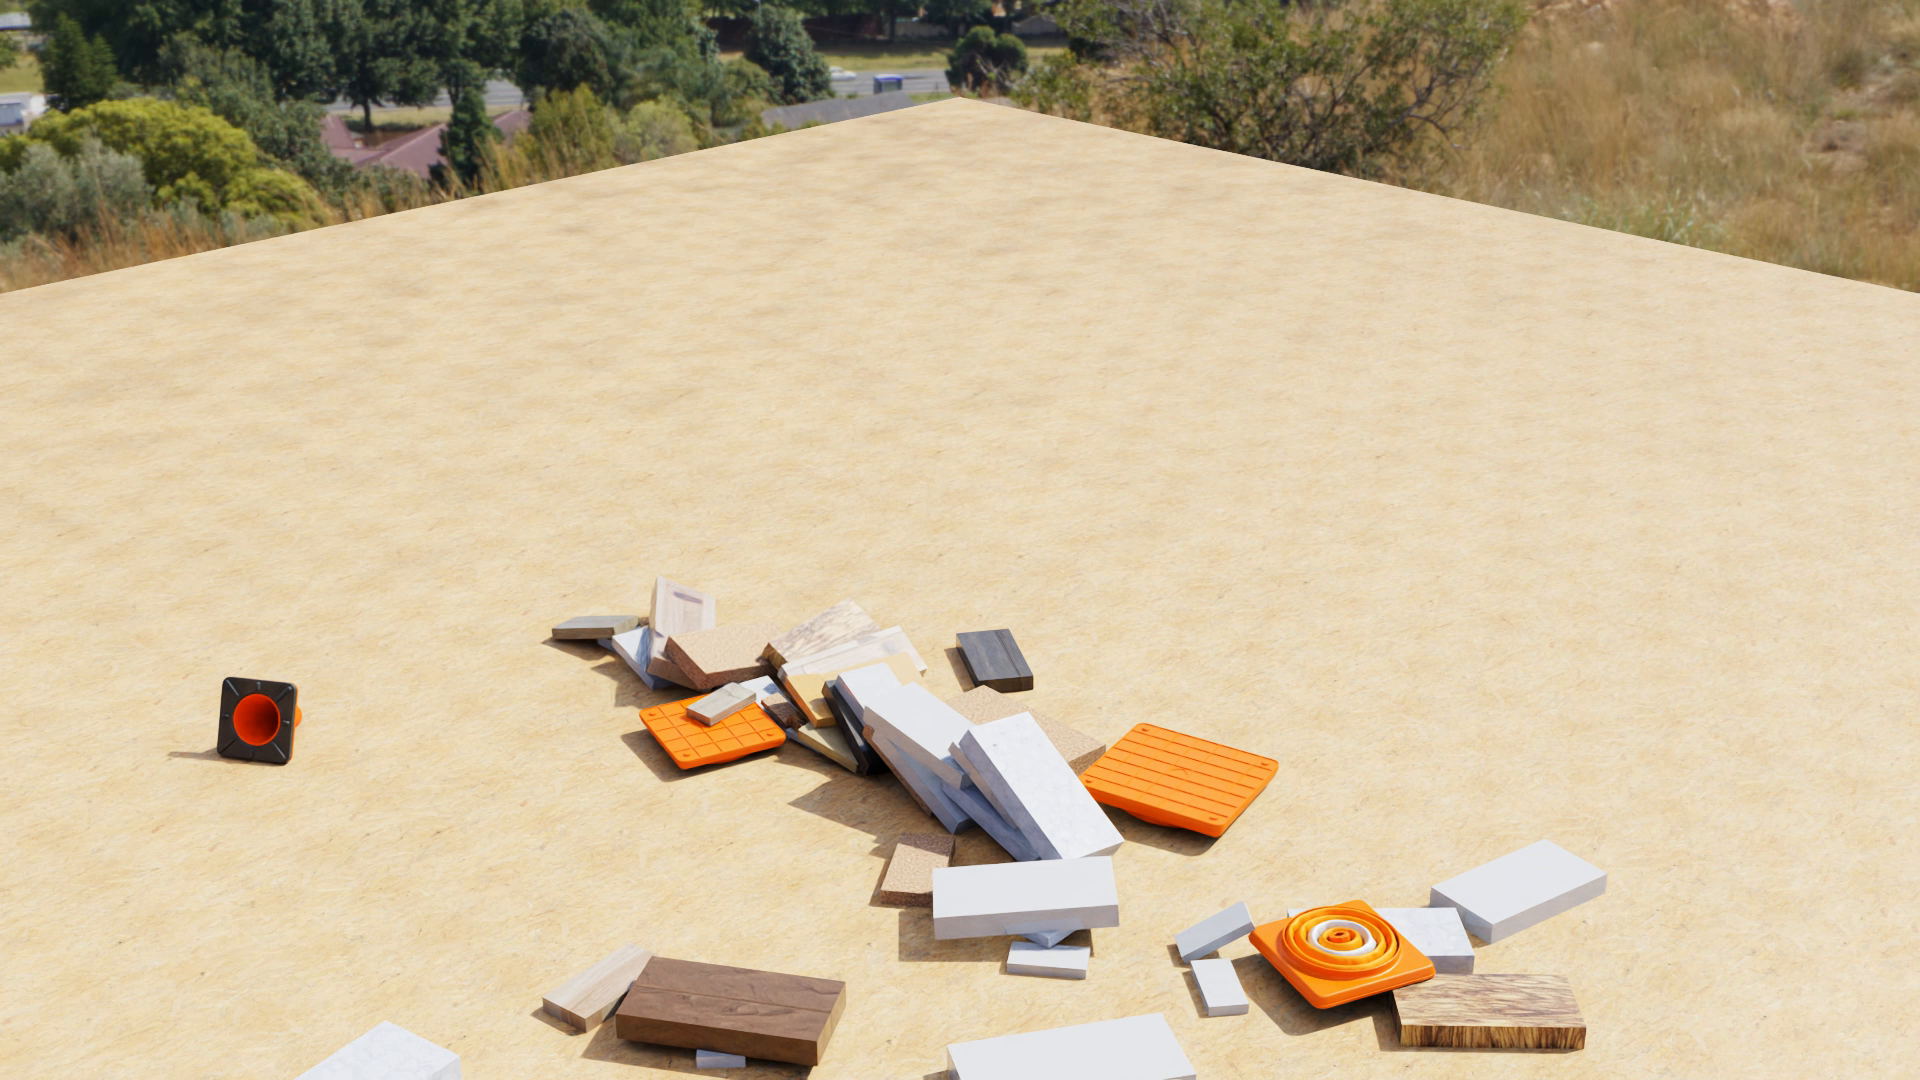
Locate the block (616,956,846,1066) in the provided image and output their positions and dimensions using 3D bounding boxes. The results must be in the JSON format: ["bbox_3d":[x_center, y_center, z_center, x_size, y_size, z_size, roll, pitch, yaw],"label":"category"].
[{"bbox_3d":[-0.388,0.801,3.750,0.353,0.050,0.176,5,24,12],"label":"block"}]

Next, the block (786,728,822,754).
[{"bbox_3d":[-0.323,0.424,4.721,0.094,0.013,0.047,26,35,27],"label":"block"}]

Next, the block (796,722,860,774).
[{"bbox_3d":[-0.258,0.430,4.651,0.159,0.023,0.080,28,36,24],"label":"block"}]

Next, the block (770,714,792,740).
[{"bbox_3d":[-0.374,0.393,4.778,0.047,0.013,0.095,-12,44,-31],"label":"block"}]

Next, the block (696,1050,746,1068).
[{"bbox_3d":[-0.404,0.841,3.749,0.081,0.023,0.162,-1,23,-3],"label":"block"}]

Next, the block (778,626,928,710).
[{"bbox_3d":[-0.240,0.295,4.939,0.328,0.036,0.127,-18,61,-36],"label":"block"}]

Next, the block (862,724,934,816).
[{"bbox_3d":[-0.082,0.454,4.525,0.121,0.034,0.242,-18,53,-36],"label":"block"}]

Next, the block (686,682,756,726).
[{"bbox_3d":[-0.517,0.355,4.770,0.072,0.020,0.144,20,31,34],"label":"block"}]

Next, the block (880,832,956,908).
[{"bbox_3d":[-0.079,0.634,4.228,0.107,0.030,0.213,4,23,9],"label":"block"}]

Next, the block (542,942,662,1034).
[{"bbox_3d":[-0.619,0.786,3.870,0.107,0.030,0.213,16,28,34],"label":"block"}]

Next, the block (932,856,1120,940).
[{"bbox_3d":[0.119,0.657,4.044,0.334,0.047,0.167,-4,23,1],"label":"block"}]

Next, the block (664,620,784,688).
[{"bbox_3d":[-0.505,0.258,4.974,0.297,0.042,0.148,-7,38,-44],"label":"block"}]

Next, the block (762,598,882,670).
[{"bbox_3d":[-0.302,0.245,5.037,0.148,0.042,0.297,44,39,14],"label":"block"}]

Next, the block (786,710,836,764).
[{"bbox_3d":[-0.289,0.414,4.709,0.080,0.023,0.159,-21,45,-41],"label":"block"}]

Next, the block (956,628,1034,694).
[{"bbox_3d":[0.078,0.278,5.059,0.127,0.036,0.254,-5,23,-11],"label":"block"}]

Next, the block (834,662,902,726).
[{"bbox_3d":[-0.151,0.366,4.651,0.121,0.034,0.242,-12,50,-35],"label":"block"}]

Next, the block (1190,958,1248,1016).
[{"bbox_3d":[0.457,0.788,3.878,0.071,0.020,0.142,-3,23,-7],"label":"block"}]

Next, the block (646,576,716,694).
[{"bbox_3d":[-0.645,0.216,5.112,0.148,0.042,0.461,22,18,-14],"label":"block"}]

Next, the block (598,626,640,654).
[{"bbox_3d":[-0.755,0.245,5.149,0.094,0.027,0.188,-21,31,-40],"label":"block"}]

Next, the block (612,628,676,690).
[{"bbox_3d":[-0.709,0.270,5.033,0.094,0.027,0.188,-15,40,-35],"label":"block"}]

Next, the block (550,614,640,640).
[{"bbox_3d":[-0.859,0.205,5.180,0.188,0.027,0.094,-2,15,30],"label":"block"}]

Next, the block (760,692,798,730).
[{"bbox_3d":[-0.386,0.372,4.780,0.047,0.013,0.094,-21,49,-37],"label":"block"}]

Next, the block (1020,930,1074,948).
[{"bbox_3d":[0.186,0.691,4.042,0.081,0.023,0.162,17,31,41],"label":"block"}]

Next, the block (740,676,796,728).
[{"bbox_3d":[-0.420,0.357,4.847,0.072,0.020,0.144,-14,41,-33],"label":"block"}]

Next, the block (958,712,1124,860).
[{"bbox_3d":[0.158,0.491,4.288,0.167,0.047,0.334,-12,55,-43],"label":"block"}]

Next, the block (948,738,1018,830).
[{"bbox_3d":[0.083,0.466,4.337,0.107,0.030,0.213,-21,61,-40],"label":"block"}]

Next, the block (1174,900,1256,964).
[{"bbox_3d":[0.461,0.710,3.978,0.142,0.020,0.071,-28,23,7],"label":"block"}]

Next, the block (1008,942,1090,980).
[{"bbox_3d":[0.160,0.755,3.955,0.142,0.020,0.071,3,23,8],"label":"block"}]

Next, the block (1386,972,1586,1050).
[{"bbox_3d":[0.904,0.811,3.793,0.311,0.044,0.155,1,23,1],"label":"block"}]

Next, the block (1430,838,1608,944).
[{"bbox_3d":[1.054,0.660,4.148,0.310,0.044,0.155,-15,27,-31],"label":"block"}]

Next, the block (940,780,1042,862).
[{"bbox_3d":[0.106,0.537,4.355,0.139,0.040,0.279,-19,44,-37],"label":"block"}]

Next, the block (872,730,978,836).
[{"bbox_3d":[-0.040,0.466,4.471,0.140,0.040,0.279,-19,53,-37],"label":"block"}]

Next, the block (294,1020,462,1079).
[{"bbox_3d":[-0.997,0.911,3.548,0.176,0.050,0.353,15,27,31],"label":"block"}]

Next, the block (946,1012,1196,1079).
[{"bbox_3d":[0.181,0.878,3.628,0.375,0.050,0.176,-6,24,-13],"label":"block"}]

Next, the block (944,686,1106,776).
[{"bbox_3d":[0.119,0.420,4.711,0.167,0.047,0.376,-20,30,-39],"label":"block"}]

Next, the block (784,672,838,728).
[{"bbox_3d":[-0.307,0.344,4.729,0.080,0.023,0.159,-5,34,-30],"label":"block"}]

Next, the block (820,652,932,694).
[{"bbox_3d":[-0.203,0.334,4.855,0.254,0.036,0.127,-14,55,-29],"label":"block"}]

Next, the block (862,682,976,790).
[{"bbox_3d":[-0.049,0.394,4.453,0.279,0.040,0.139,33,39,33],"label":"block"}]

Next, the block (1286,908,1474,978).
[{"bbox_3d":[0.759,0.729,3.987,0.311,0.044,0.155,0,23,-1],"label":"block"}]

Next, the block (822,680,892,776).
[{"bbox_3d":[-0.191,0.391,4.659,0.121,0.034,0.242,-5,46,-30],"label":"block"}]

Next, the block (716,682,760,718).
[{"bbox_3d":[-0.475,0.351,4.909,0.072,0.020,0.144,-18,29,-36],"label":"block"}]
